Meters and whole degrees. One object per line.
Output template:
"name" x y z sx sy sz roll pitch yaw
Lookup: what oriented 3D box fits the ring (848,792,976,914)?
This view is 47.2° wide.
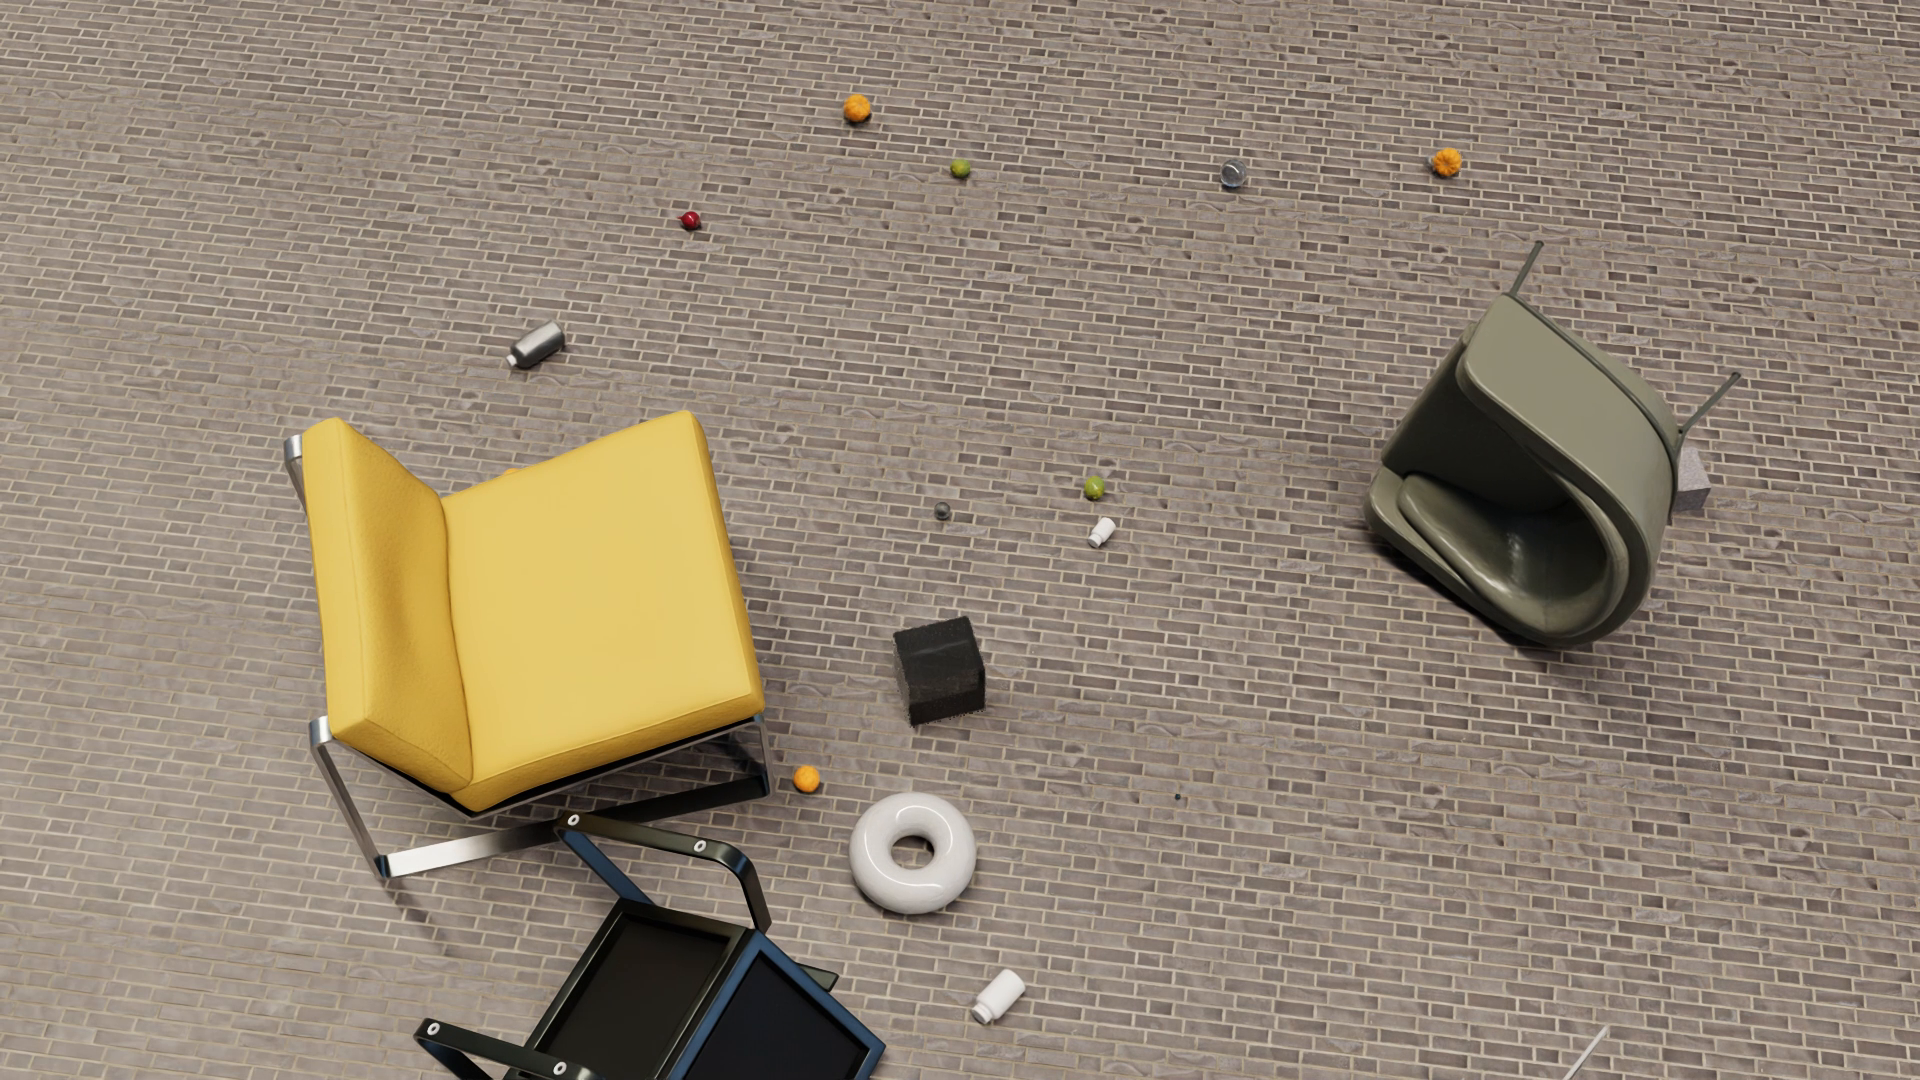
"ring" -0.128 0.842 5.929 0.348 0.135 0.345 21 59 12

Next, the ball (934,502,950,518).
"ball" -0.053 -0.089 6.604 0.050 0.050 0.050 0 56 0

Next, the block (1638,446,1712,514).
"block" 2.152 -0.179 6.626 0.150 0.112 0.153 -7 56 -5

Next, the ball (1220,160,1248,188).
"ball" 0.913 -1.225 7.341 0.092 0.092 0.092 0 56 0

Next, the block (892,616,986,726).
"block" -0.059 0.369 6.192 0.218 0.220 0.180 -13 57 -8
